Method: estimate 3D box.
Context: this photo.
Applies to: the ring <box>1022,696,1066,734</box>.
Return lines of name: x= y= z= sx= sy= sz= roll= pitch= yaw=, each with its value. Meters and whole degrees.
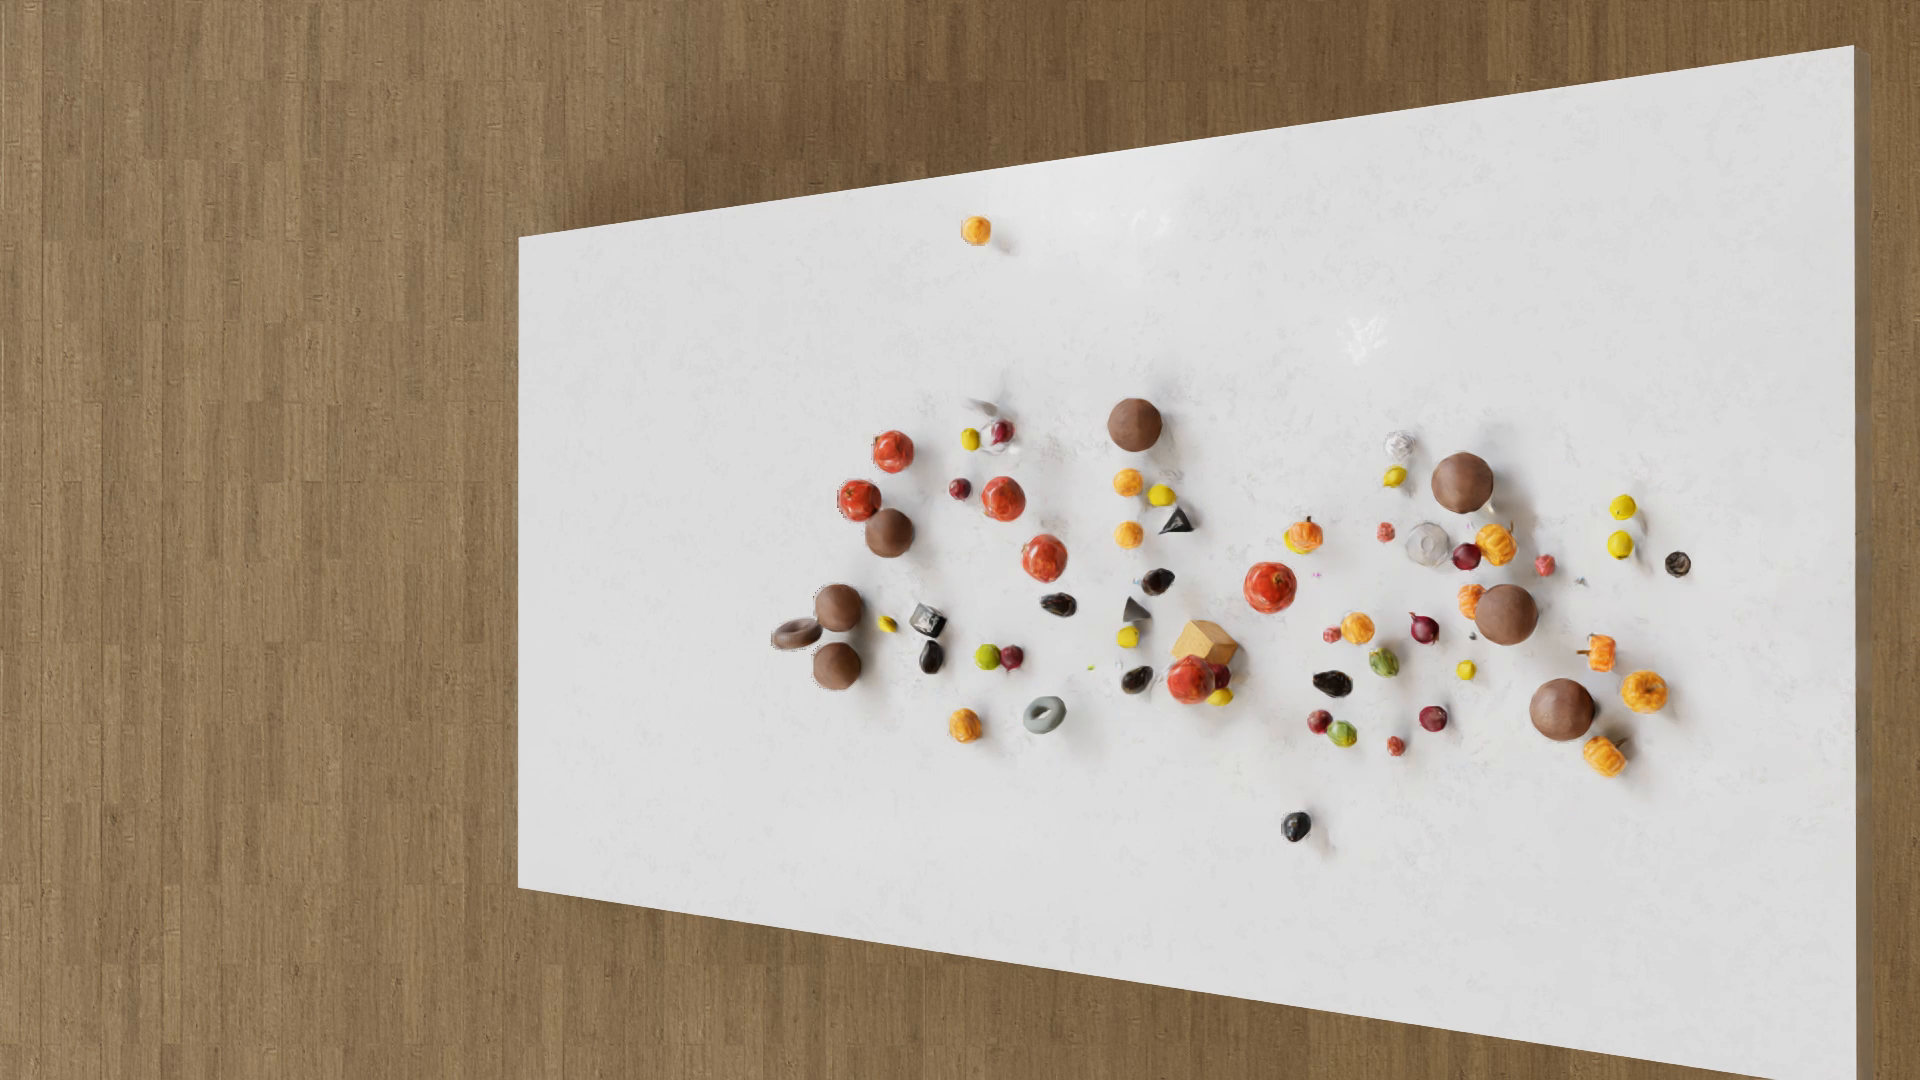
ring: x=0.206 y=0.426 z=5.359 sx=0.114 sy=0.114 sz=0.038 roll=-31 pitch=125 yaw=0

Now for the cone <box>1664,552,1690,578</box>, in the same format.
cone: x=1.427 y=0.049 z=4.405 sx=0.053 sy=0.053 sz=0.053 roll=0 pitch=90 yaw=40

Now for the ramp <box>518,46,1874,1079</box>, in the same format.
ramp: x=0.208 y=0.061 z=5.523 sx=4.000 sy=0.100 sz=2.000 roll=0 pitch=90 yaw=40

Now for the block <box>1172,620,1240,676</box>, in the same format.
block: x=0.567 y=0.251 z=5.091 sx=0.092 sy=0.092 sz=0.092 roll=45 pitch=117 yaw=38

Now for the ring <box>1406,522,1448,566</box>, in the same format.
ring: x=1.012 y=0.010 z=4.757 sx=0.097 sy=0.032 sz=0.097 roll=2 pitch=94 yaw=34

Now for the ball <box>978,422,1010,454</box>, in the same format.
ball: x=0.085 y=-0.255 z=5.512 sx=0.078 sy=0.078 sz=0.078 roll=0 pitch=90 yaw=0

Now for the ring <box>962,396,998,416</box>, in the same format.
ring: x=0.050 y=-0.335 z=5.512 sx=0.094 sy=0.094 sz=0.031 roll=18 pitch=94 yaw=0

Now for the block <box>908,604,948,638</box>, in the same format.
block: x=-0.082 y=0.208 z=5.647 sx=0.060 sy=0.060 sz=0.060 roll=21 pitch=102 yaw=-44

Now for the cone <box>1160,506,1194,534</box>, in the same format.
cone: x=0.498 y=-0.033 z=5.149 sx=0.071 sy=0.071 sz=0.071 roll=-30 pitch=90 yaw=-1

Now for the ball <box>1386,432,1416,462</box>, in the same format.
ball: x=0.959 y=-0.203 z=4.791 sx=0.063 sy=0.063 sz=0.063 roll=0 pitch=90 yaw=0

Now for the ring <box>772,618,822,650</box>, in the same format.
ring: x=-0.434 y=0.250 z=5.871 sx=0.137 sy=0.137 sz=0.046 roll=-13 pitch=109 yaw=0

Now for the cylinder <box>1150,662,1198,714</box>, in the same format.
cylinder: x=0.501 y=0.345 z=5.129 sx=0.090 sy=0.090 sz=0.090 roll=12 pitch=123 yaw=19
